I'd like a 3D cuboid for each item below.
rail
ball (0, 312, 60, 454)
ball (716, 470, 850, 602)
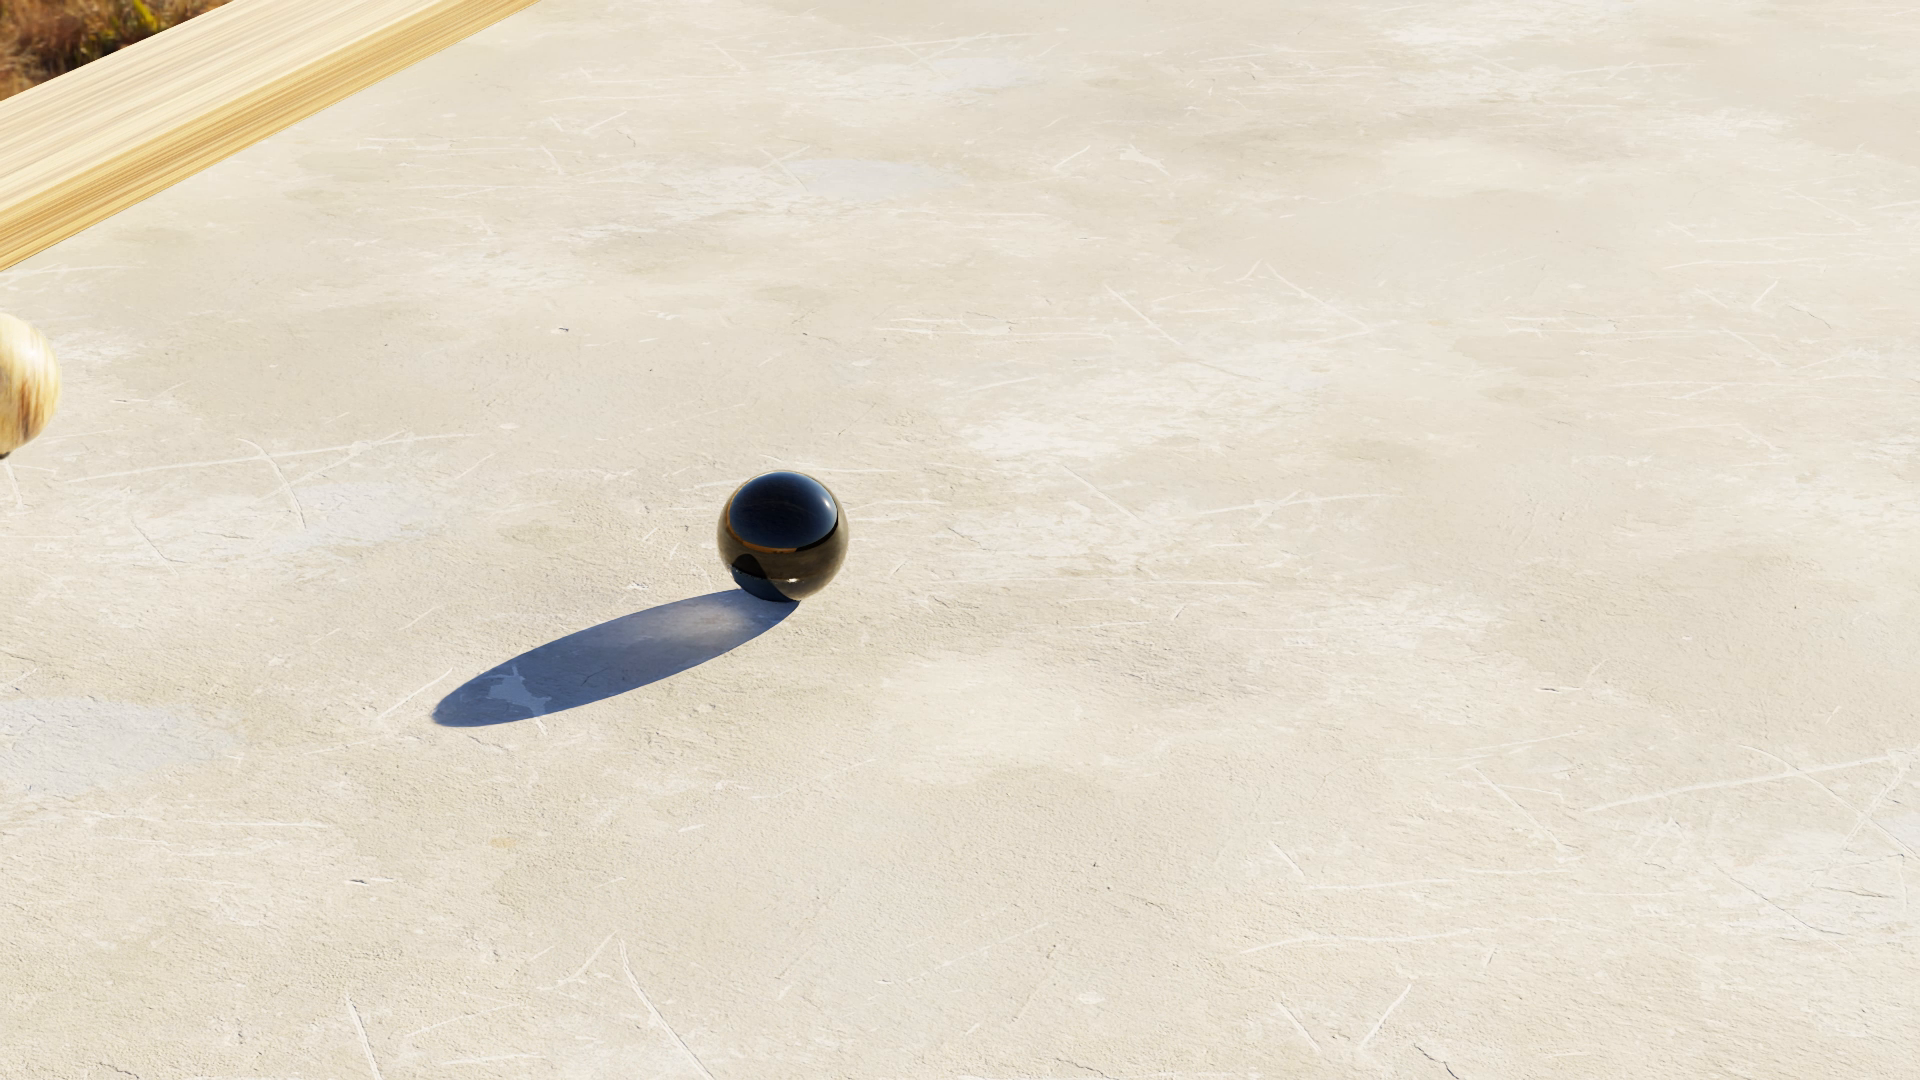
[{"bbox_3d":[-0.440,-0.539,2.774,0.045,0.125,3.470,11,29,21],"label":"rail"},{"bbox_3d":[-0.644,-0.104,1.942,0.096,0.096,0.096,0,27,0],"label":"ball"},{"bbox_3d":[-0.106,-0.002,1.759,0.080,0.080,0.080,0,27,0],"label":"ball"}]
